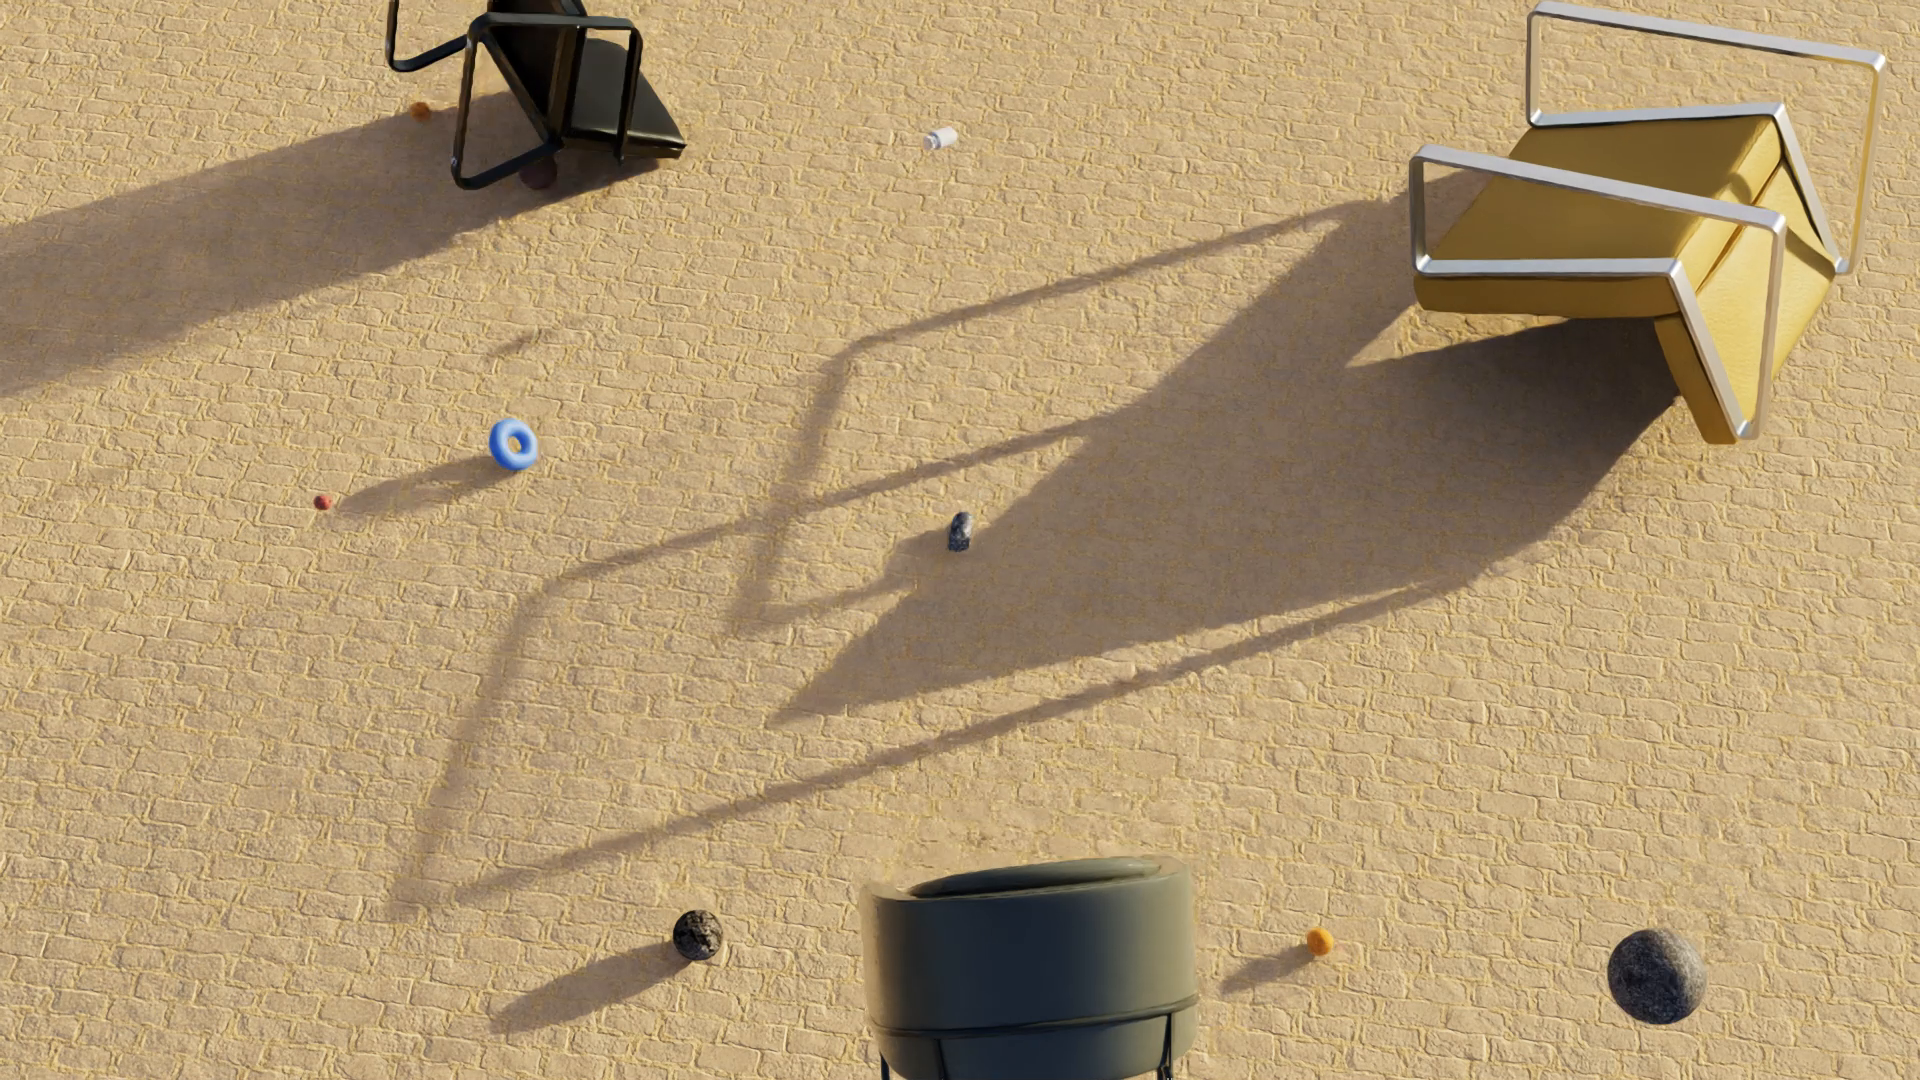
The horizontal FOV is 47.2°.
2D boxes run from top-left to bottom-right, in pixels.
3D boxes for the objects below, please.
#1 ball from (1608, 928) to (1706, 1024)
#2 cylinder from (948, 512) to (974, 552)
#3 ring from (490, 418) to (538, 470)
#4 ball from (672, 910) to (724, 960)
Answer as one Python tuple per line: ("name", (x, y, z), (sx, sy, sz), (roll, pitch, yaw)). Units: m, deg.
("ball", (1.492, 0.933, 4.708), (0.203, 0.203, 0.203), (0, 56, 0))
("cylinder", (0.003, -0.024, 6.554), (0.071, 0.053, 0.103), (-17, 49, 36))
("ring", (-1.358, -0.290, 6.695), (0.157, 0.051, 0.165), (-29, 97, -42))
("ball", (-0.690, 1.041, 5.795), (0.133, 0.133, 0.133), (0, 56, 0))
